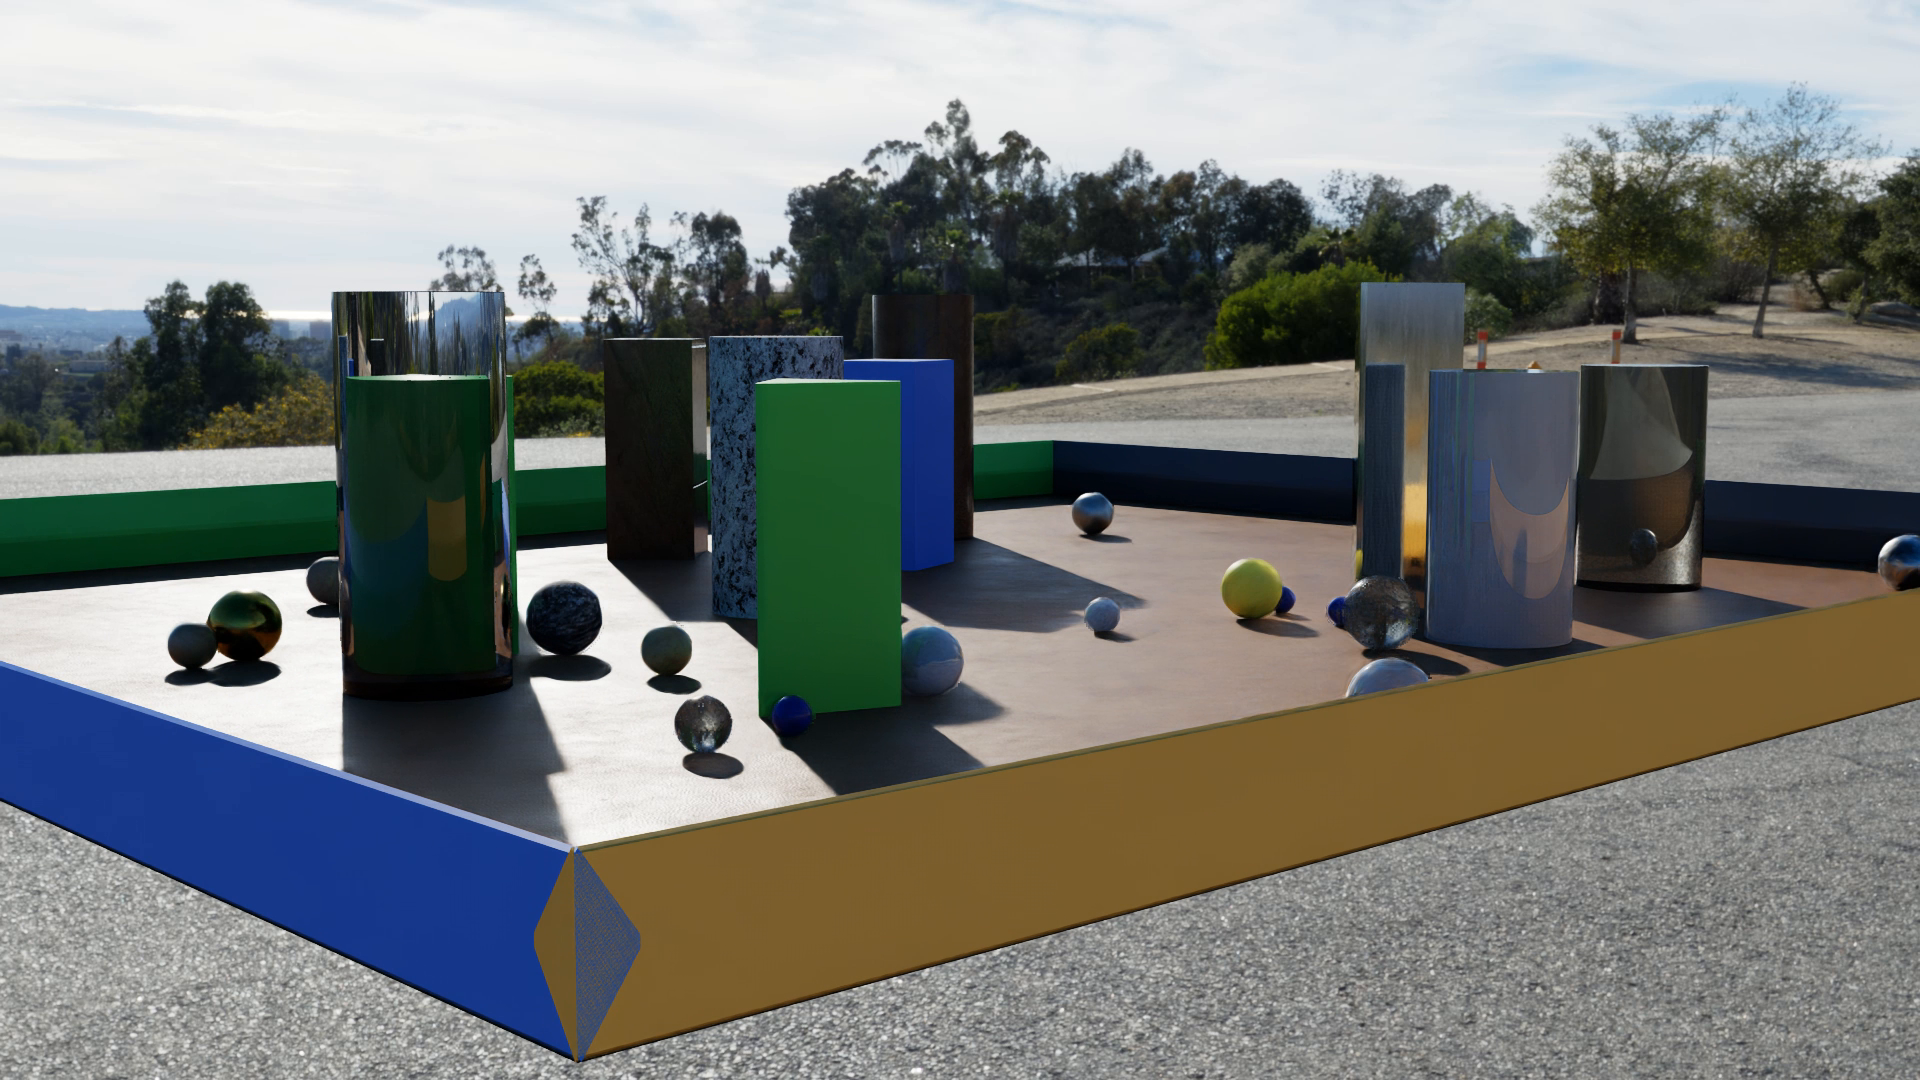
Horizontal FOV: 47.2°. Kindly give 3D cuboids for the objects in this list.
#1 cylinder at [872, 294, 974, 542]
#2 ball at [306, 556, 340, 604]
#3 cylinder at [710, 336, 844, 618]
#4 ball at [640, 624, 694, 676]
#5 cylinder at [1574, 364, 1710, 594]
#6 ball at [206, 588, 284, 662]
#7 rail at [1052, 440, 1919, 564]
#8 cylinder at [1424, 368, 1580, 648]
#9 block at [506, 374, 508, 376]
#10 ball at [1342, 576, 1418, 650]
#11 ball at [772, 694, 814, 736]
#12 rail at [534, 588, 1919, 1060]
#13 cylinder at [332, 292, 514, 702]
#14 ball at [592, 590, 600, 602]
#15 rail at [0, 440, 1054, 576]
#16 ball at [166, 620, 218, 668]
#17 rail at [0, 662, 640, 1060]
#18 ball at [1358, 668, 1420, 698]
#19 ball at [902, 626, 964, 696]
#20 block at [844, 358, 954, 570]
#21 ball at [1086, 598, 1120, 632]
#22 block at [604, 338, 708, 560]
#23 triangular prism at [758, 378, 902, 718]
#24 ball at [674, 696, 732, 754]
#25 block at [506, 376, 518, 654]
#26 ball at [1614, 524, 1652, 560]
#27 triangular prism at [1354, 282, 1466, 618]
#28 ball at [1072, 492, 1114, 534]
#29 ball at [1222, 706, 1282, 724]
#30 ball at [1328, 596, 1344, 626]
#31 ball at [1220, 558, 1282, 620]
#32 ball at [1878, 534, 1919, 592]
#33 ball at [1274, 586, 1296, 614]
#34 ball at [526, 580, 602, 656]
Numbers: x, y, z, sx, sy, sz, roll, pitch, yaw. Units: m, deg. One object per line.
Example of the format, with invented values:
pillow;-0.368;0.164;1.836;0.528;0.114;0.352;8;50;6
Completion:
cylinder;-0.072;-0.241;4.308;0.197;0.474;0.197;0;6;0
ball;-0.954;0.062;3.335;0.073;0.073;0.073;0;6;0
cylinder;-0.270;-0.098;3.258;0.197;0.406;0.197;0;6;0
ball;-0.359;0.134;2.689;0.064;0.064;0.064;0;6;0
cylinder;1.100;-0.104;3.553;0.197;0.357;0.197;0;6;0
ball;-0.910;0.108;2.798;0.093;0.093;0.093;0;6;0
rail;1.124;-0.074;4.364;0.045;0.128;2.698;-5;8;-42
cylinder;0.734;-0.048;2.985;0.197;0.363;0.197;0;6;0
block;-0.802;-0.081;3.384;0.158;0.347;0.158;-6;8;-44
ball;0.551;0.095;2.890;0.099;0.099;0.099;0;6;0
ball;-0.175;0.184;2.306;0.043;0.043;0.043;0;6;0
rail;0.899;0.135;2.363;3.107;0.128;0.045;-5;8;-42
cylinder;-0.631;-0.057;2.585;0.197;0.466;0.197;0;6;0
ball;-0.545;0.091;3.181;0.046;0.046;0.046;0;6;0
rail;-0.899;-0.068;4.301;3.107;0.128;0.045;-5;8;-42
ball;-0.956;0.131;2.739;0.060;0.060;0.060;0;6;0
rail;-1.124;0.141;2.300;0.045;0.128;2.698;-5;8;-42
ball;0.440;0.166;2.245;0.069;0.069;0.069;0;6;0
ball;-0.036;0.140;2.543;0.082;0.082;0.082;0;6;0
block;-0.115;-0.136;3.855;0.158;0.358;0.158;3;7;24
ball;0.198;0.104;3.054;0.048;0.048;0.048;0;6;0
block;-0.551;-0.169;4.000;0.158;0.393;0.158;0;6;2
triangular prism;-0.175;0.002;2.499;0.171;0.366;0.148;-3;7;-27
ball;-0.259;0.186;2.217;0.059;0.059;0.059;0;6;0
block;-0.686;-0.031;2.839;0.158;0.360;0.158;6;8;43
ball;1.199;0.005;3.920;0.065;0.065;0.065;0;6;0
triangular prism;0.624;-0.135;3.239;0.171;0.484;0.148;-2;6;-22
ball;0.265;-0.053;4.387;0.084;0.084;0.084;0;6;0
ball;0.277;0.200;2.033;0.092;0.092;0.092;0;6;0
ball;0.542;0.101;3.121;0.040;0.040;0.040;0;6;0
ball;0.421;0.070;3.179;0.089;0.089;0.089;0;6;0
ball;1.500;0.038;3.476;0.092;0.092;0.092;0;6;0
ball;0.474;0.088;3.242;0.041;0.041;0.041;0;6;0
ball;-0.512;0.100;2.845;0.098;0.098;0.098;0;6;0
